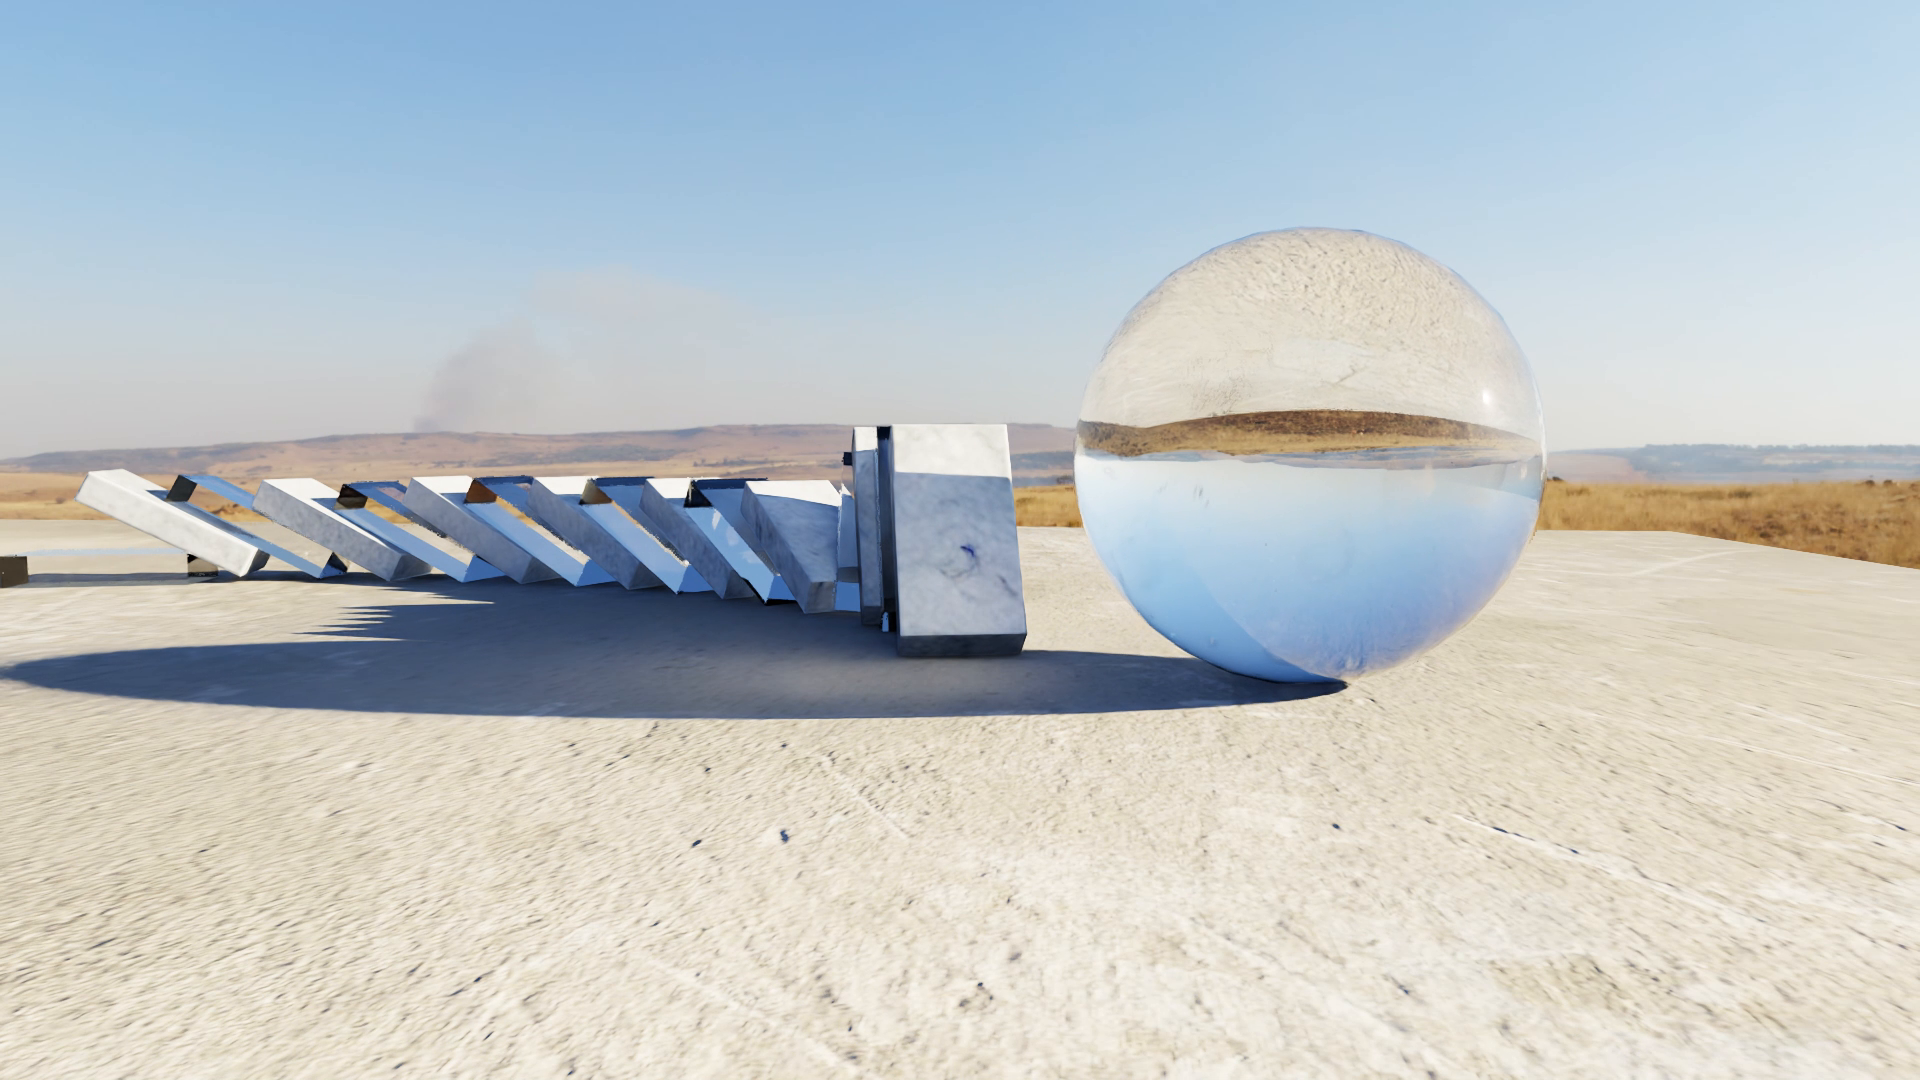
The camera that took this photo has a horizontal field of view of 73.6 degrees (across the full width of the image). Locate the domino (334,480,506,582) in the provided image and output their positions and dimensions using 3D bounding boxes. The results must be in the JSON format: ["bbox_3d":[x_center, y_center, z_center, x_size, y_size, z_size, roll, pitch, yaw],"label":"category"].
[{"bbox_3d":[-0.170,-0.003,0.409,0.050,0.010,0.025,27,10,10],"label":"domino"}]

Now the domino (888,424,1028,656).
[{"bbox_3d":[-0.001,-0.001,0.267,0.025,0.050,0.010,-1,-30,-7],"label":"domino"}]

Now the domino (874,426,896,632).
[{"bbox_3d":[-0.006,-0.003,0.301,0.025,0.050,0.010,0,-30,-7],"label":"domino"}]

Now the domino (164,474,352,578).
[{"bbox_3d":[-0.220,-0.005,0.407,0.050,0.009,0.025,28,-2,-8],"label":"domino"}]

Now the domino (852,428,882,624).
[{"bbox_3d":[-0.013,-0.004,0.312,0.025,0.050,0.010,-1,-30,-9],"label":"domino"}]

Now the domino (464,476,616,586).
[{"bbox_3d":[-0.127,-0.004,0.401,0.050,0.010,0.025,32,16,19],"label":"domino"}]

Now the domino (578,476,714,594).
[{"bbox_3d":[-0.088,-0.002,0.384,0.050,0.009,0.025,36,24,29],"label":"domino"}]

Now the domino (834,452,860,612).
[{"bbox_3d":[-0.019,-0.002,0.330,0.025,0.010,0.050,4,42,-7],"label":"domino"}]

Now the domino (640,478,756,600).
[{"bbox_3d":[-0.070,-0.002,0.373,0.025,0.009,0.050,-4,34,-44],"label":"domino"}]

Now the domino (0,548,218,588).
[{"bbox_3d":[-0.260,0.008,0.394,0.050,0.009,0.025,-1,4,-12],"label":"domino"}]

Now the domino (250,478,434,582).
[{"bbox_3d":[-0.195,-0.004,0.409,0.050,0.010,0.025,28,6,3],"label":"domino"}]

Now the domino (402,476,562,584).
[{"bbox_3d":[-0.148,-0.004,0.406,0.050,0.010,0.025,31,13,14],"label":"domino"}]

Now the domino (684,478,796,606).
[{"bbox_3d":[-0.054,-0.001,0.359,0.025,0.010,0.050,-4,34,-40],"label":"domino"}]

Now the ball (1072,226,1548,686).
[{"bbox_3d":[0.060,-0.015,0.227,0.080,0.080,0.080,0,4,0],"label":"ball"}]

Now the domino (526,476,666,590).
[{"bbox_3d":[-0.107,-0.003,0.394,0.050,0.009,0.025,34,21,25],"label":"domino"}]

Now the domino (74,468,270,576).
[{"bbox_3d":[-0.242,-0.006,0.398,0.050,0.010,0.025,29,-2,-14],"label":"domino"}]

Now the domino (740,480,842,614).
[{"bbox_3d":[-0.038,0.001,0.344,0.025,0.010,0.050,-3,33,-31],"label":"domino"}]
